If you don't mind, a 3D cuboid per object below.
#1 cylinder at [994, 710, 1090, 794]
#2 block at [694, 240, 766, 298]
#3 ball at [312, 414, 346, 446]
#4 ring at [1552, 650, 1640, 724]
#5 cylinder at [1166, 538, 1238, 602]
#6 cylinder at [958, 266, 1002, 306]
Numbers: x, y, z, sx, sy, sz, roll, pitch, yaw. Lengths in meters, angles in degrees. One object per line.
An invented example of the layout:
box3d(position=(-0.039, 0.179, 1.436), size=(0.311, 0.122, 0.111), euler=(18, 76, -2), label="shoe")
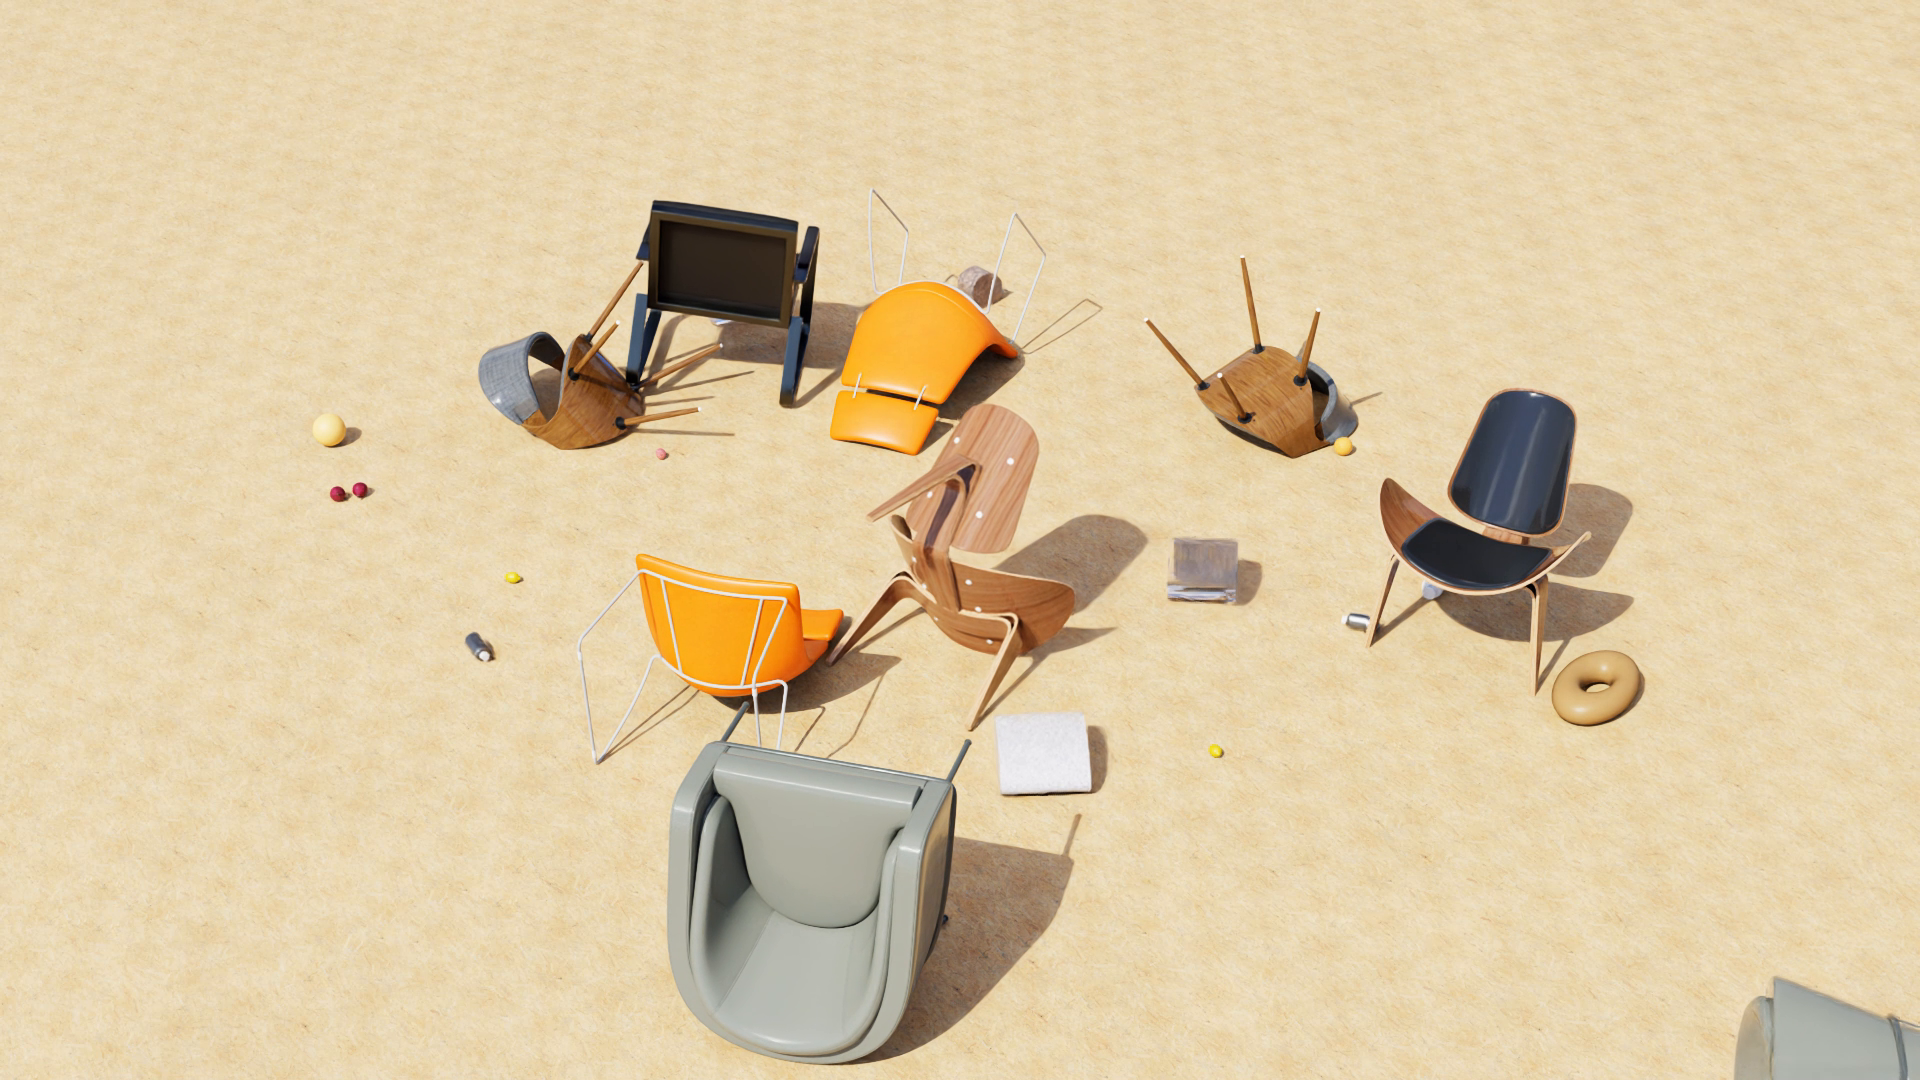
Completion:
box3d(position=(0.271, 0.704, 9.732), size=(0.296, 0.146, 0.329), euler=(-2, 45, -3), label="cylinder")
box3d(position=(-0.980, -1.141, 12.533), size=(0.265, 0.158, 0.166), euler=(27, 42, 35), label="block")
box3d(position=(-2.470, -0.432, 11.484), size=(0.129, 0.129, 0.129), euler=(0, 33, 0), label="ball")
box3d(position=(2.188, 0.506, 10.084), size=(0.266, 0.104, 0.413), euler=(22, 40, 31), label="ring")
box3d(position=(0.877, 0.106, 10.596), size=(0.247, 0.206, 0.258), euler=(3, 27, 5), label="cylinder")
box3d(position=(0.084, -1.075, 12.430), size=(0.094, 0.148, 0.186), euler=(31, 10, 38), label="cylinder")
